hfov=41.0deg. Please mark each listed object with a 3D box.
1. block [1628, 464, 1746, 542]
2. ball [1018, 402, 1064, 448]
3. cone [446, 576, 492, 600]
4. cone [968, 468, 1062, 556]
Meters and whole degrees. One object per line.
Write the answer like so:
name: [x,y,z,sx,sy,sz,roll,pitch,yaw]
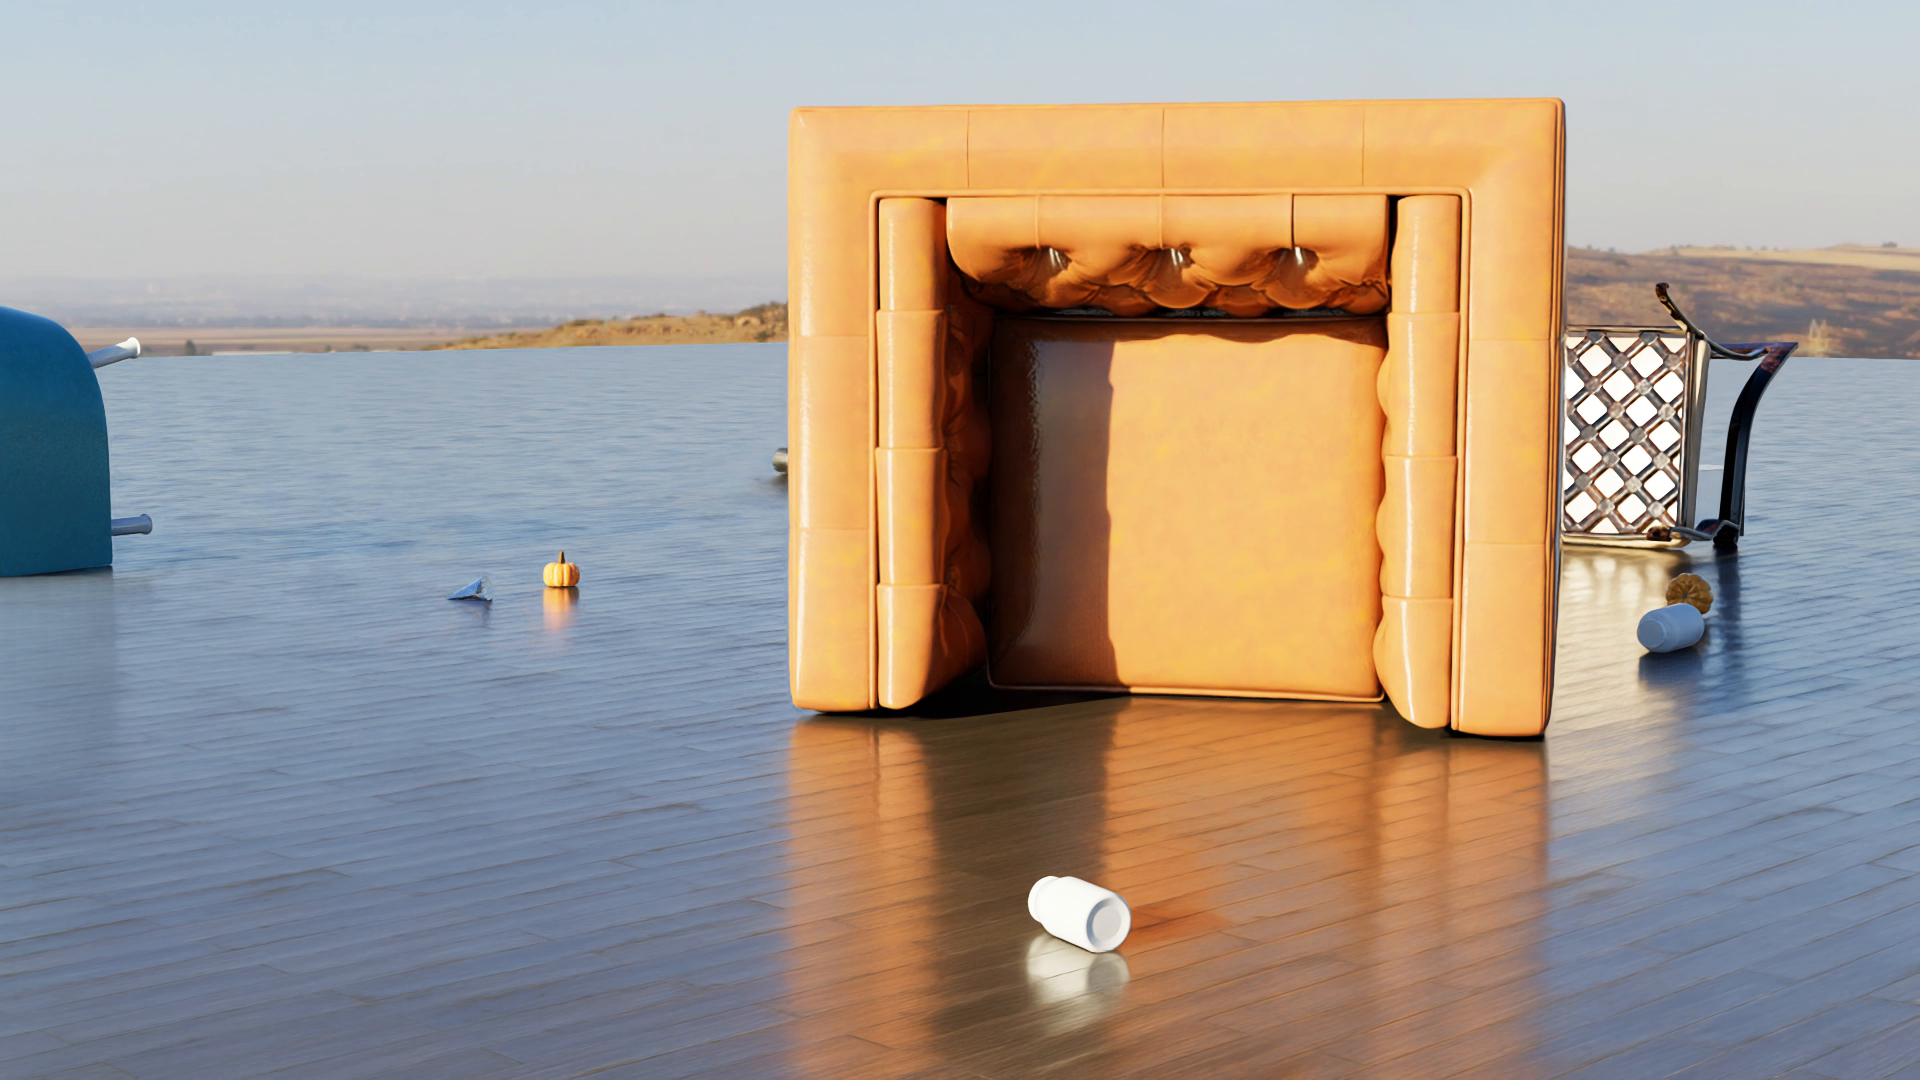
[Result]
block: [1.839,-0.096,6.493,0.262,0.174,0.136,-3,7,-27]
ball: [0.309,-0.437,9.795,0.176,0.176,0.176,0,6,0]
cone: [-1.008,0.109,5.238,0.087,0.050,0.128,-16,7,-1]
cone: [0.177,-0.024,6.155,0.228,0.213,0.255,31,11,-43]
